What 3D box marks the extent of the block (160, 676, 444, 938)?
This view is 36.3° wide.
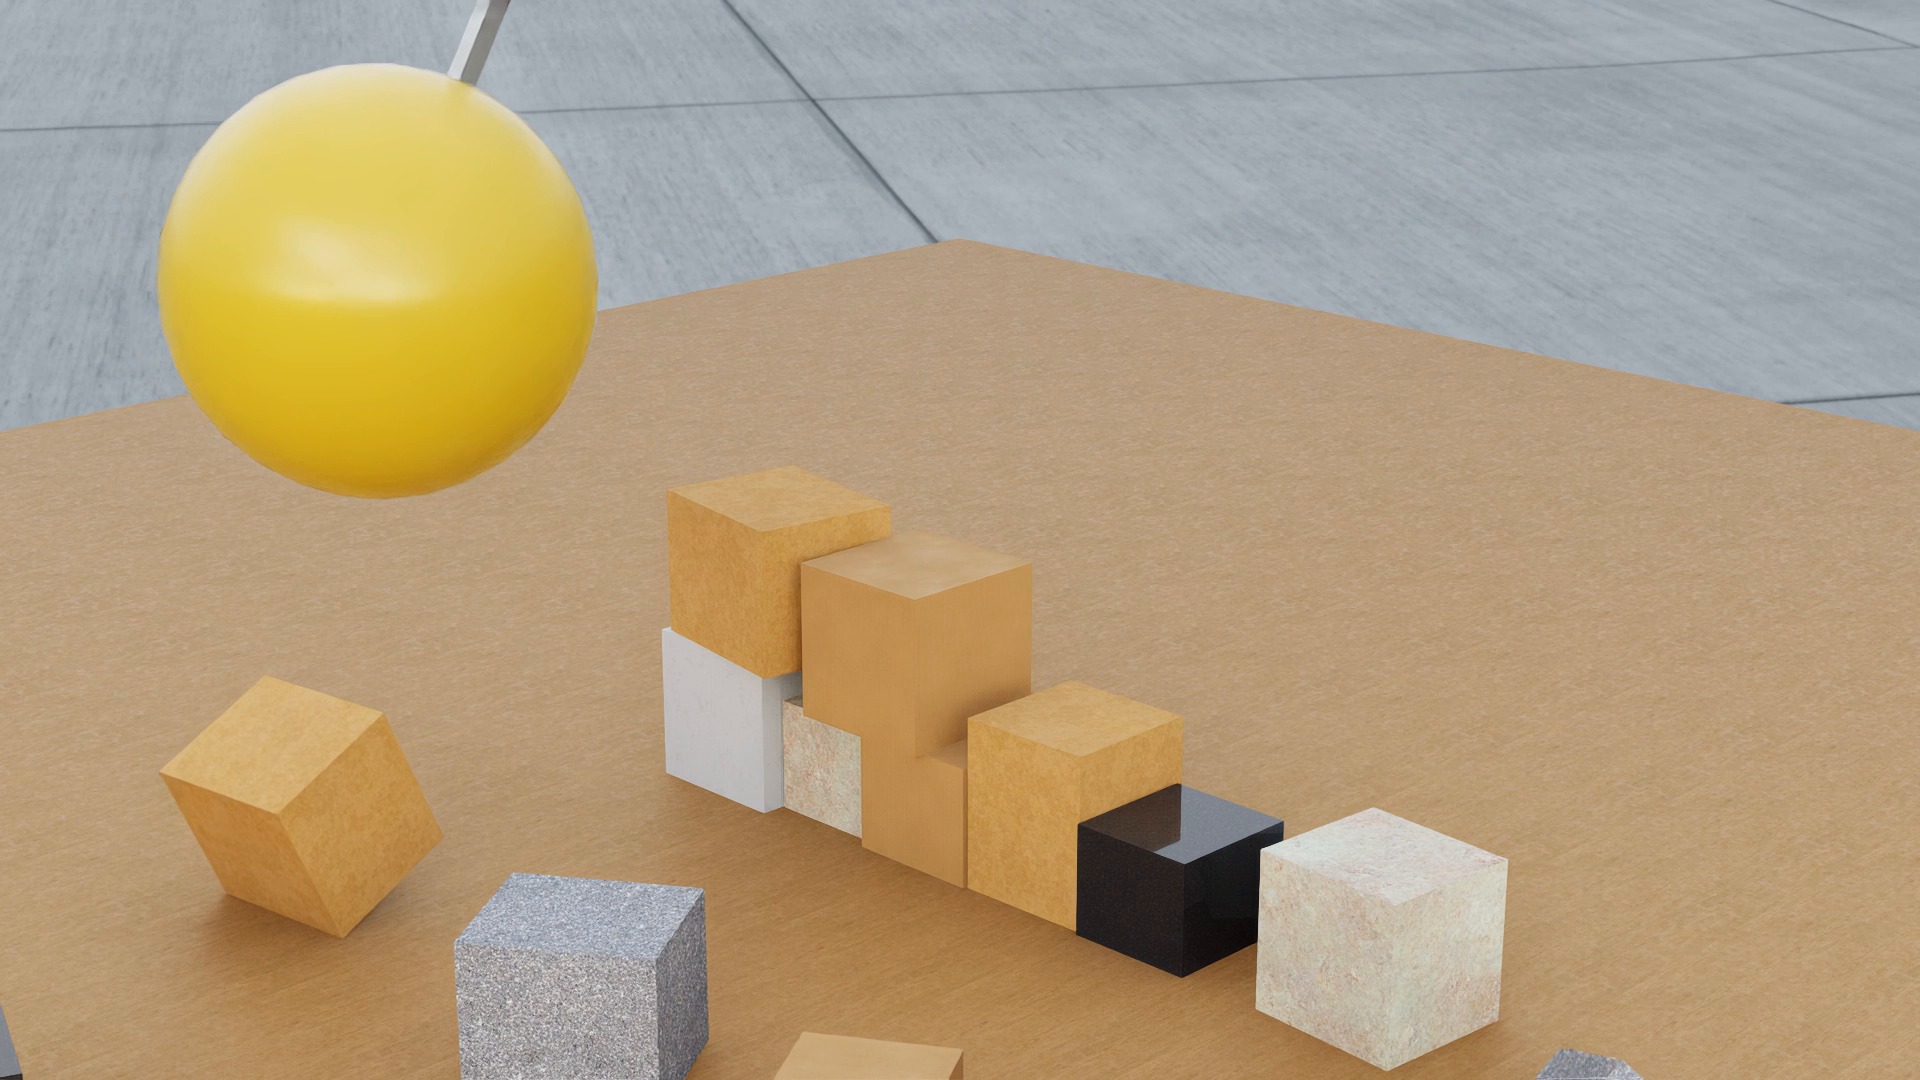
[{"bbox_3d":[-2.912,1.175,13.006,0.787,0.752,0.672,13,45,36],"label":"block"}]

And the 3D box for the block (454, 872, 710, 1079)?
[{"bbox_3d":[-1.478,1.783,11.558,0.804,0.666,0.675,3,18,11],"label":"block"}]

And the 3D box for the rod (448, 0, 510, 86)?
[{"bbox_3d":[-0.925,-4.115,11.078,0.080,5.200,0.080,17,-6,42],"label":"rod"}]

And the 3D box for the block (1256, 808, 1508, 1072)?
[{"bbox_3d":[1.720,1.618,12.002,0.684,0.717,0.722,-14,22,-38],"label":"block"}]

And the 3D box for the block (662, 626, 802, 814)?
[{"bbox_3d":[-0.926,0.796,14.550,0.790,0.757,0.741,-17,24,-42],"label":"block"}]

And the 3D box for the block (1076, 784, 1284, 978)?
[{"bbox_3d":[0.957,1.473,12.781,0.610,0.525,0.660,17,24,42],"label":"block"}]

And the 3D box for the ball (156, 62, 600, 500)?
[{"bbox_3d":[-2.136,-0.950,10.804,1.600,1.600,1.600,0,17,0],"label":"ball"}]

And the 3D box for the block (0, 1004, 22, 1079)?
[{"bbox_3d":[-3.744,2.121,10.598,0.656,0.599,0.646,-8,19,-23],"label":"block"}]

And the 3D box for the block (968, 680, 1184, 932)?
[{"bbox_3d":[0.516,1.184,13.202,0.676,0.825,0.685,16,24,42],"label":"block"}]

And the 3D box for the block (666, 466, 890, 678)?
[{"bbox_3d":[-0.874,0.140,14.172,0.725,0.721,0.862,-12,21,-34],"label":"block"}]

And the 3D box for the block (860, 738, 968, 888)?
[{"bbox_3d":[0.010,1.164,13.673,0.659,0.580,0.671,-17,24,-42],"label":"block"}]

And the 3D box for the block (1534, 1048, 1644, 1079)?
[{"bbox_3d":[2.121,2.144,9.826,0.554,0.625,0.632,42,-9,-1],"label":"block"}]

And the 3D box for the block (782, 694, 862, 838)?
[{"bbox_3d":[-0.430,1.035,14.133,0.582,0.550,0.606,-17,24,-42],"label":"block"}]

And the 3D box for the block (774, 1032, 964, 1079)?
[{"bbox_3d":[-0.357,2.181,10.517,0.607,0.532,0.648,4,18,13],"label":"block"}]

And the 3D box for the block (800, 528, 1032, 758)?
[{"bbox_3d":[-0.202,0.465,13.673,0.755,0.754,0.758,17,24,42],"label":"block"}]
